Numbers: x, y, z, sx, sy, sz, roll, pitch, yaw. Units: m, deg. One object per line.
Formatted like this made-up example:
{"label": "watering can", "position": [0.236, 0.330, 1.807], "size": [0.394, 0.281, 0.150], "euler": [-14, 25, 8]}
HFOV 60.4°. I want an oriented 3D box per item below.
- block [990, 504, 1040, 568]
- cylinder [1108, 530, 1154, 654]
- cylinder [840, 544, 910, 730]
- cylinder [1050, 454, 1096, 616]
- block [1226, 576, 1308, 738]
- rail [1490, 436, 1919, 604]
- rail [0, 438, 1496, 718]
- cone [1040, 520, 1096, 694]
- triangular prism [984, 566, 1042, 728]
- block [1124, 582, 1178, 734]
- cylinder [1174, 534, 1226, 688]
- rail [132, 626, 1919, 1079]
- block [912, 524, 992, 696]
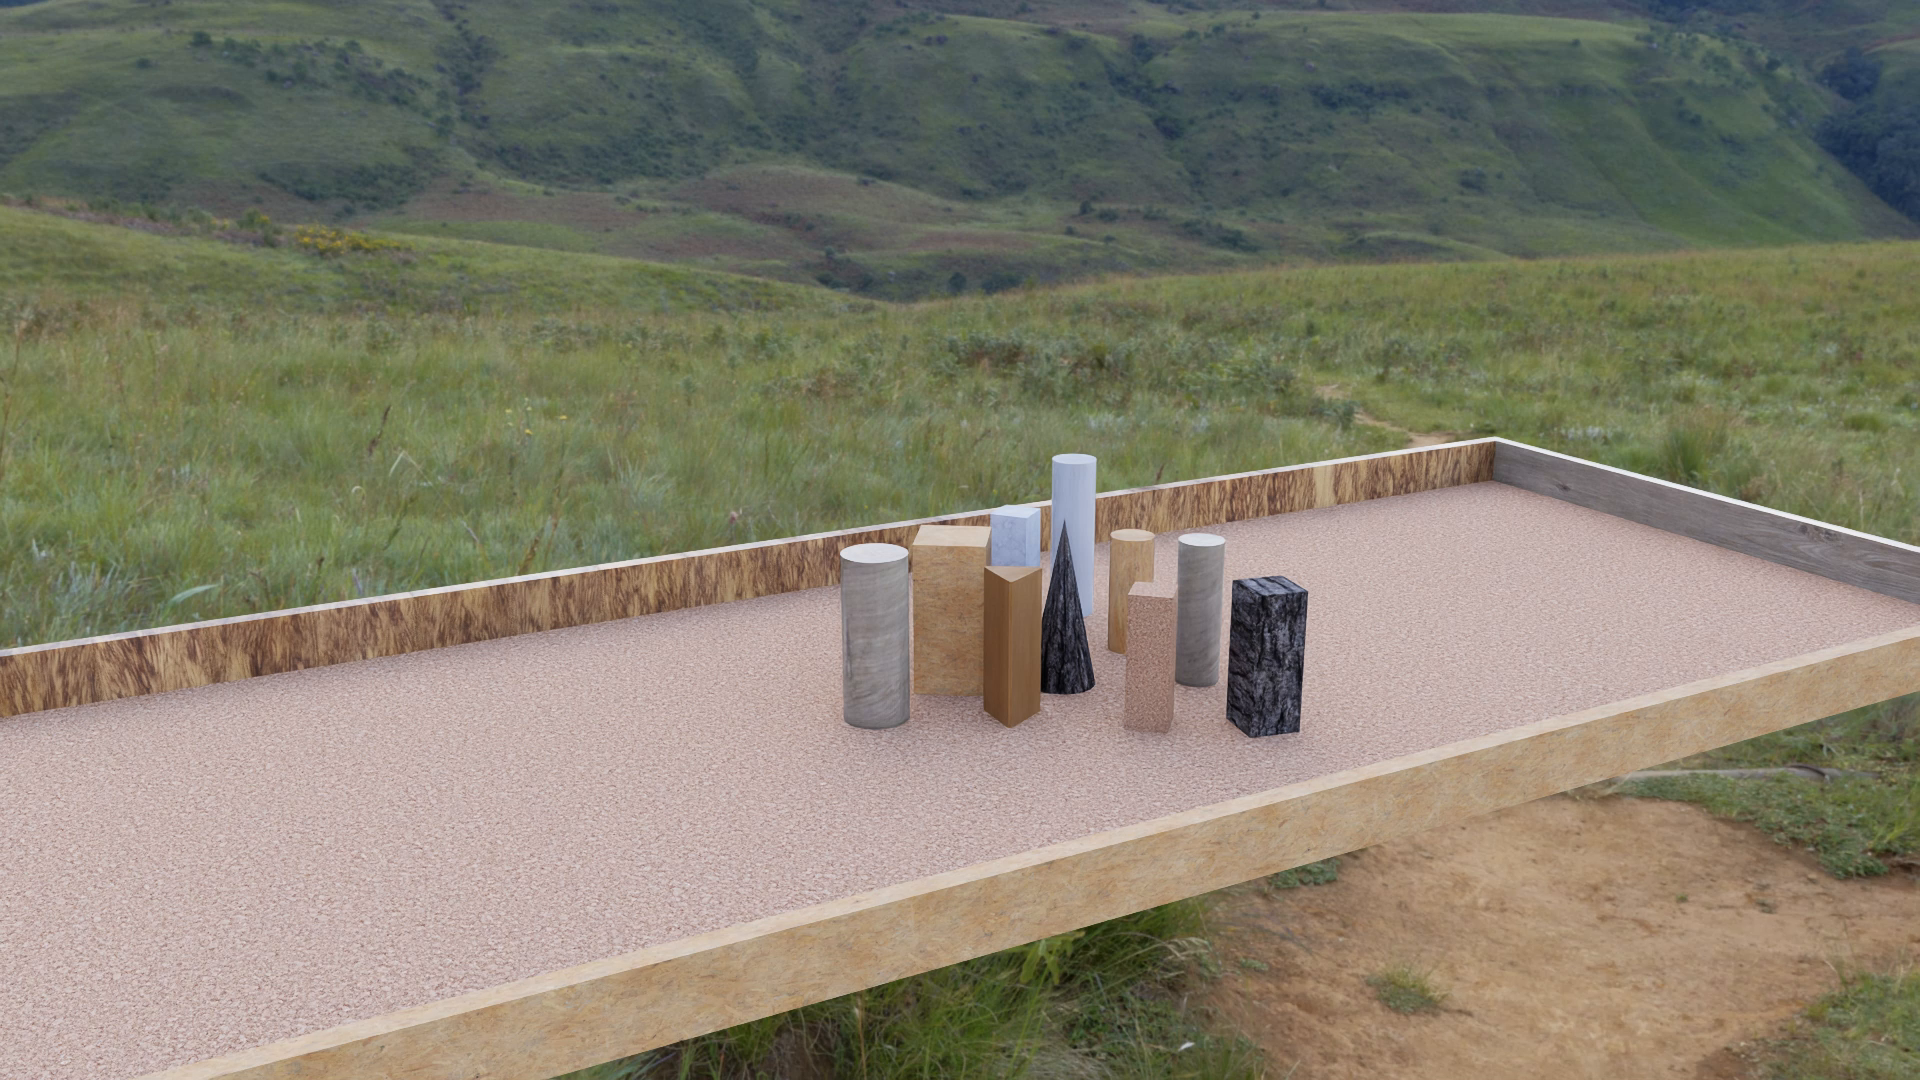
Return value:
{"label": "block", "position": [0.147, 0.097, 4.383], "size": [0.101, 0.361, 0.101], "euler": [7, 18, 23]}
{"label": "cylinder", "position": [0.450, 0.136, 4.341], "size": [0.115, 0.310, 0.115], "euler": [0, 16, 0]}
{"label": "cylinder", "position": [-0.198, 0.225, 3.867], "size": [0.158, 0.407, 0.158], "euler": [0, 16, 0]}
{"label": "cylinder", "position": [0.315, -0.011, 4.607], "size": [0.122, 0.443, 0.122], "euler": [0, 16, 0]}
{"label": "block", "position": [0.711, 0.269, 3.829], "size": [0.127, 0.344, 0.127], "euler": [-5, 17, -17]}
{"label": "rail", "position": [2.466, -0.048, 5.253], "size": [0.050, 0.150, 2.100], "euler": [-9, 18, -27]}
{"label": "rail", "position": [-3.305, 0.497, 3.399], "size": [12.000, 0.150, 0.050], "euler": [-9, 18, -27]}
{"label": "cone", "position": [0.255, 0.152, 4.081], "size": [0.169, 0.427, 0.169], "euler": [0, 16, 0]}
{"label": "triangular prism", "position": [0.106, 0.243, 3.890], "size": [0.116, 0.360, 0.134], "euler": [11, 20, 33]}
{"label": "block", "position": [0.445, 0.273, 3.838], "size": [0.101, 0.332, 0.101], "euler": [4, 17, 14]}
{"label": "cylinder", "position": [0.595, 0.175, 4.109], "size": [0.114, 0.367, 0.114], "euler": [0, 16, 0]}
{"label": "rail", "position": [-2.336, 1.006, 1.665], "size": [12.000, 0.150, 0.050], "euler": [-9, 18, -27]}
{"label": "block", "position": [-0.018, 0.173, 4.087], "size": [0.176, 0.383, 0.176], "euler": [2, 16, 5]}
